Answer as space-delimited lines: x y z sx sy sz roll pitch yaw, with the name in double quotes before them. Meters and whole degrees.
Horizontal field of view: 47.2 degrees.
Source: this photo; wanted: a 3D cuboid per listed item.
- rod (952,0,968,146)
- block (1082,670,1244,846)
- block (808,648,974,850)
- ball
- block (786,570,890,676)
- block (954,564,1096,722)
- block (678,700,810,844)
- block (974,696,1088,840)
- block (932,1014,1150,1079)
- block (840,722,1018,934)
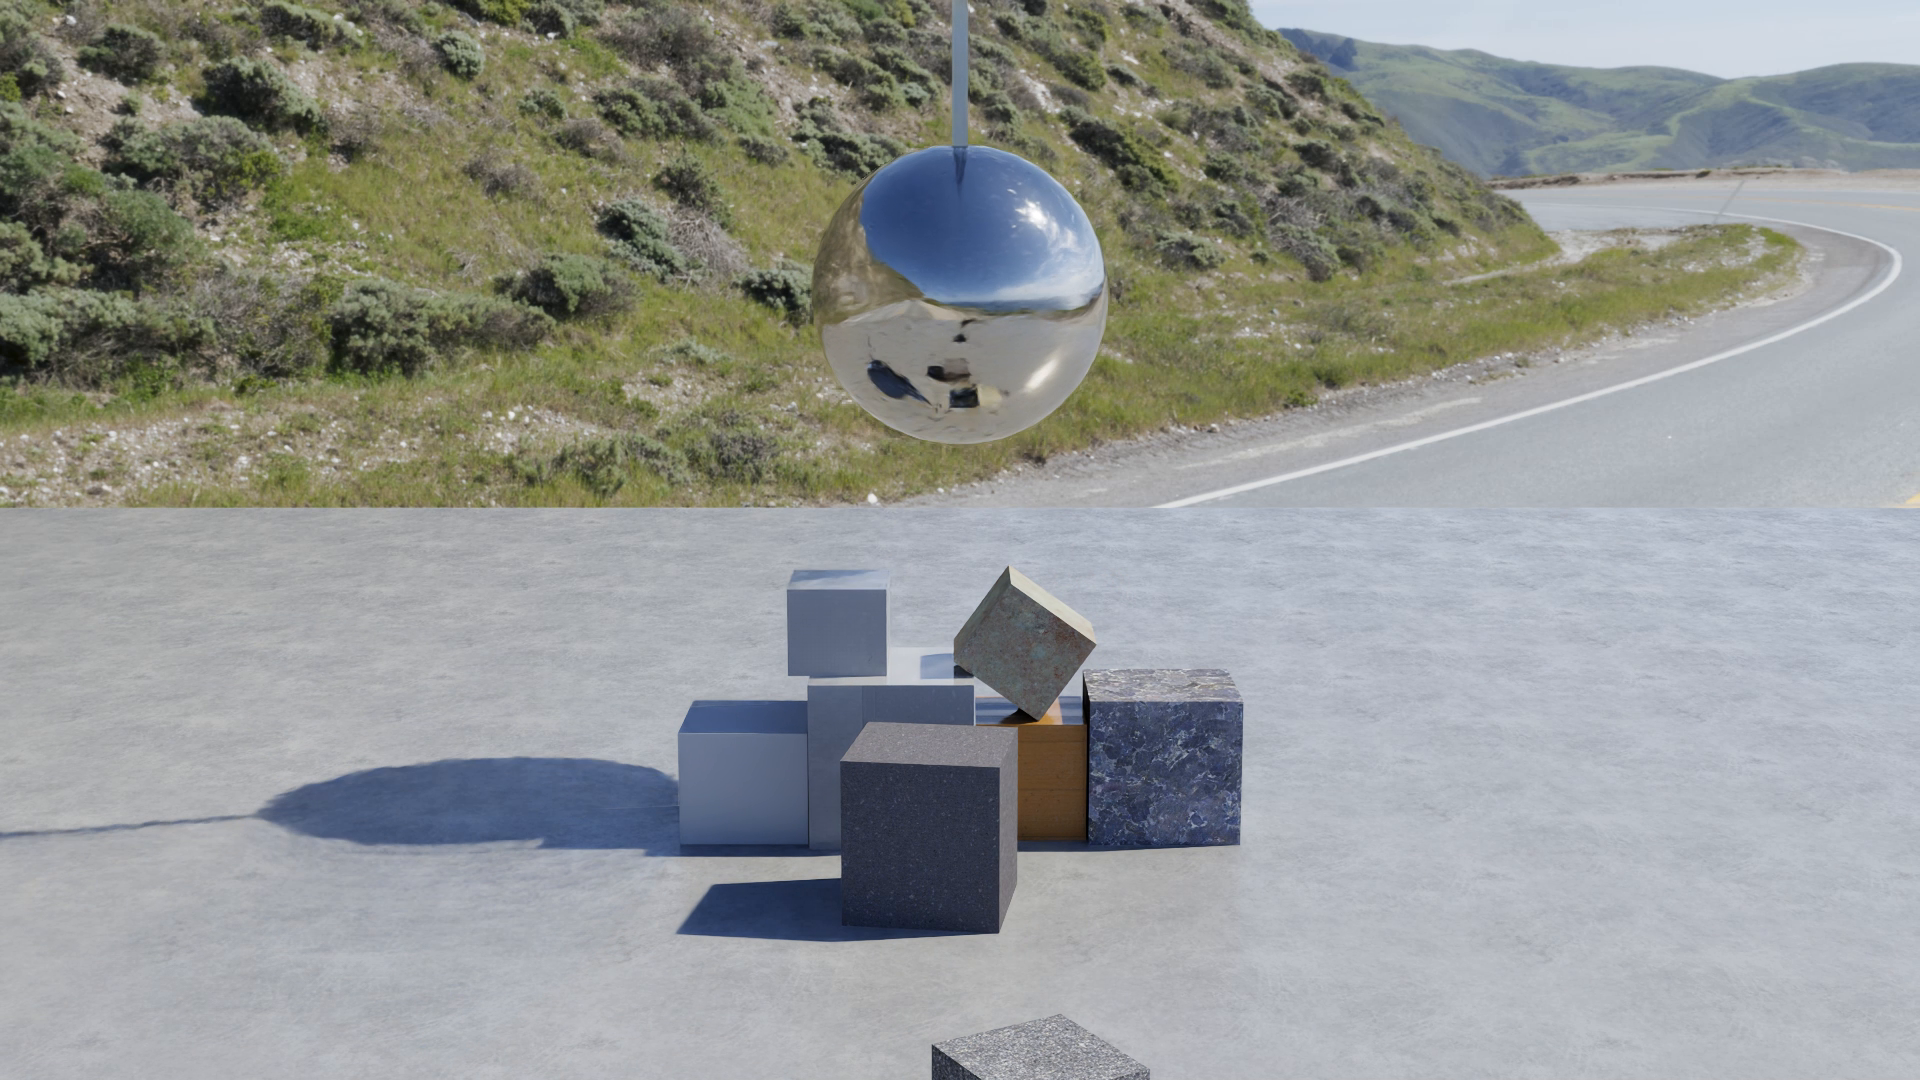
"rod" 0.000 -4.540 10.725 0.080 5.200 0.080 0 18 0
"block" 1.032 1.111 11.367 0.765 0.747 0.684 0 10 0
"block" -0.343 1.061 11.364 0.825 0.846 0.828 0 10 0
"ball" 0.000 -1.313 11.795 1.600 1.600 1.600 0 10 0
"block" -0.616 0.421 11.276 0.498 0.445 0.506 0 10 0
"block" 0.327 0.523 11.297 0.533 0.492 0.506 35 8 -6
"block" -1.090 1.194 11.389 0.648 0.576 0.665 0 10 0
"block" 0.359 1.176 11.392 0.560 0.609 0.573 0 10 0
"block" 0.257 1.959 7.186 0.506 0.575 0.525 -6 12 -30
"block" -0.131 1.316 10.173 0.718 0.772 0.680 1 10 8
